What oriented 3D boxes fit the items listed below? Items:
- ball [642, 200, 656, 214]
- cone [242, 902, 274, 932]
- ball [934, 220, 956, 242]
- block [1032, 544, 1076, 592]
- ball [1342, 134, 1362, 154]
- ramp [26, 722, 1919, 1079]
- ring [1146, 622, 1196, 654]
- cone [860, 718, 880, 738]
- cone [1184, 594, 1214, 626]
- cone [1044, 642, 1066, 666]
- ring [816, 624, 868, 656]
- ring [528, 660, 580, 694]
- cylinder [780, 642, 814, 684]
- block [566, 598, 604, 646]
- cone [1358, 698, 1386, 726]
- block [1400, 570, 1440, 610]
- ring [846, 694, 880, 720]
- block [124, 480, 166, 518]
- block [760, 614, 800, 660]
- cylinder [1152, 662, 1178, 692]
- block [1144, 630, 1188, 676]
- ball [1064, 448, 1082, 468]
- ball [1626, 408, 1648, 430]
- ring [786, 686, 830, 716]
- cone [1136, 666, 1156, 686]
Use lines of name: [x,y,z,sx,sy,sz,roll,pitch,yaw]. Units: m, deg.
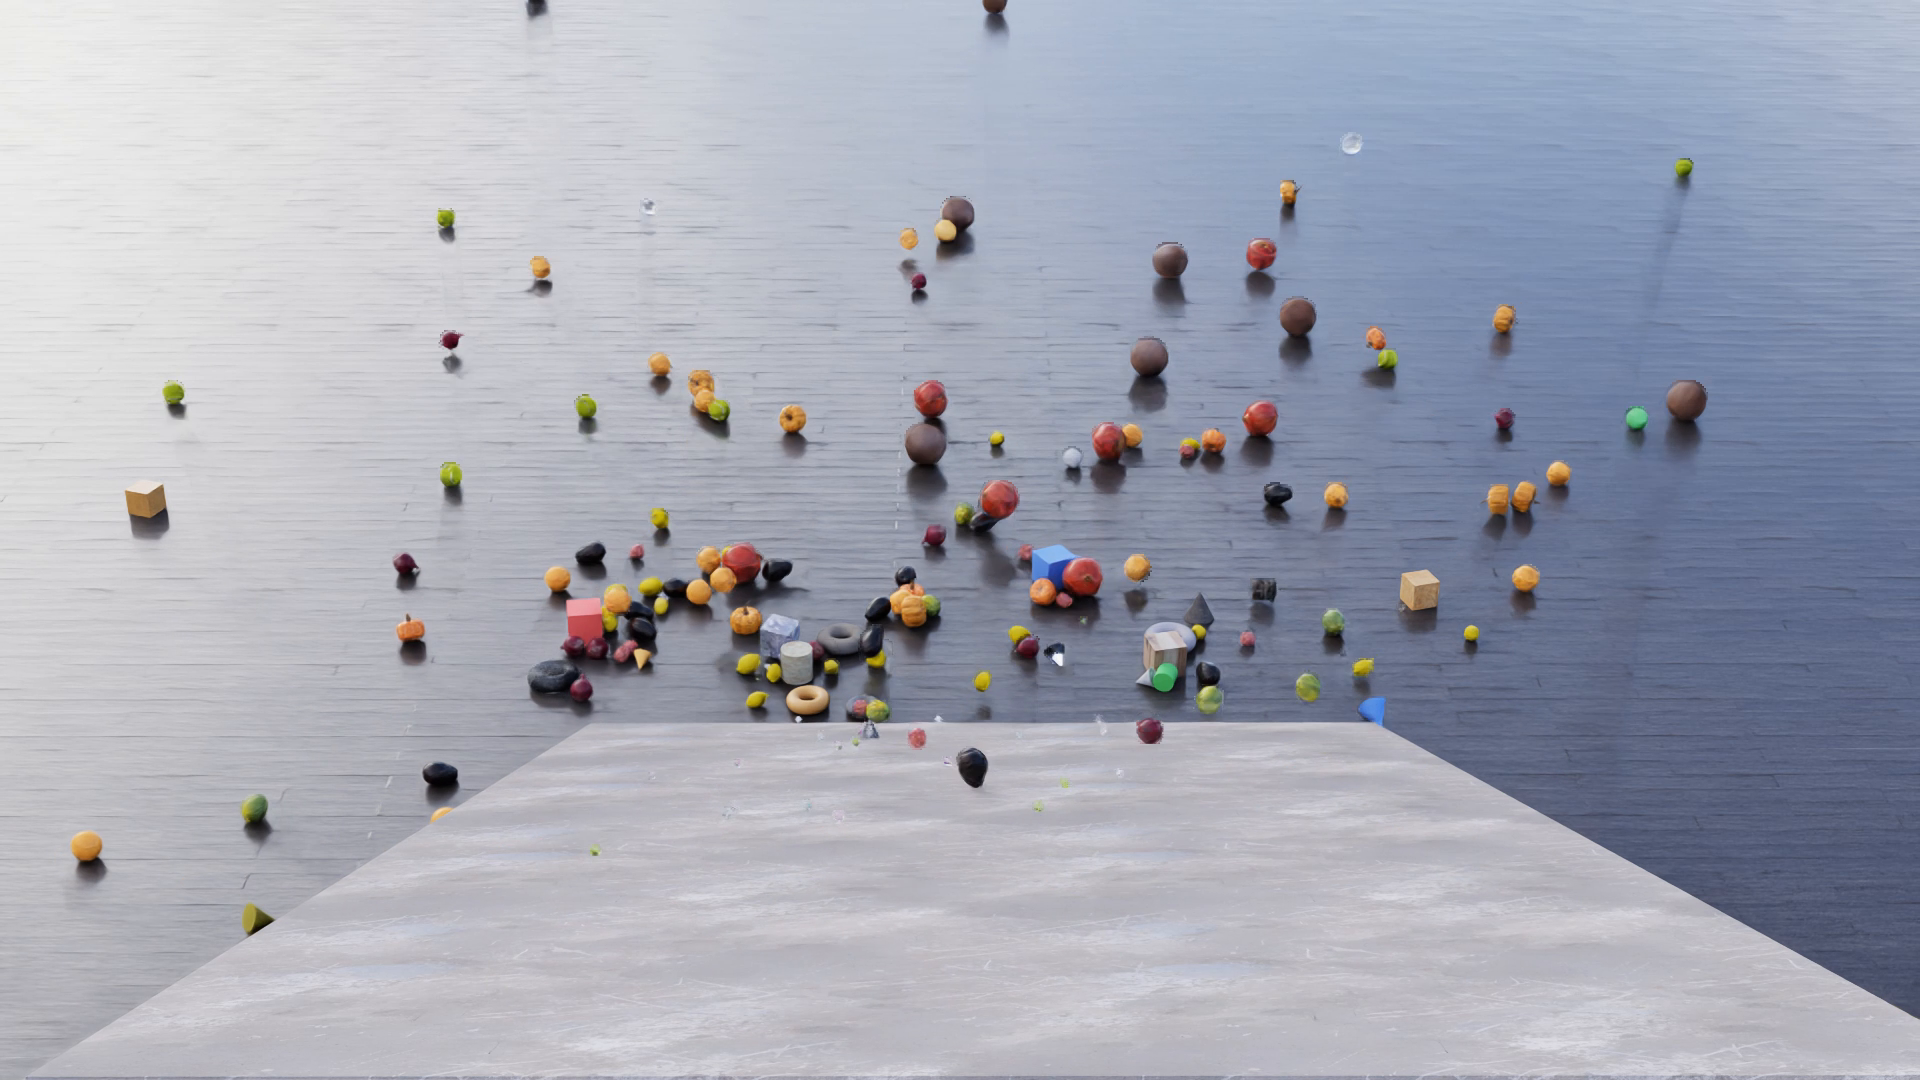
ball: [-1.230,-1.315,10.206,0.058,0.058,0.058,0,27,0]
cone: [-1.610,0.873,5.956,0.066,0.066,0.066,14,14,-39]
ball: [-0.055,-1.188,9.929,0.086,0.086,0.086,0,27,0]
block: [0.271,0.080,7.440,0.091,0.091,0.091,-14,30,-25]
ball: [1.649,-1.665,10.866,0.081,0.081,0.081,0,27,0]
ramp: [0.061,0.552,4.589,2.000,0.100,4.000,0,1,0]
ring: [0.578,0.273,7.111,0.146,0.049,0.146,1,26,-1]
cone: [-0.216,0.449,6.182,0.050,0.050,0.050,0,1,0]
cone: [0.672,0.183,7.245,0.086,0.086,0.086,0,27,0]
cone: [0.268,0.322,7.039,0.059,0.059,0.059,-9,55,-17]
ring: [-0.325,0.273,7.113,0.139,0.046,0.139,0,26,0]
ring: [-1.092,0.366,6.931,0.139,0.046,0.139,-1,26,0]
cylinder: [-0.439,0.331,6.955,0.086,0.086,0.086,0,27,0]
block: [-1.038,0.227,7.151,0.094,0.094,0.094,-4,27,-8]
cone: [1.089,0.464,6.751,0.077,0.077,0.077,-7,54,-14]
block: [1.306,0.142,7.333,0.079,0.079,0.079,-9,28,-16]
ring: [-0.256,0.440,6.802,0.094,0.031,0.094,-3,28,2]
block: [-2.478,-0.126,7.857,0.080,0.080,0.080,10,29,18]
block: [-0.492,0.266,7.050,0.082,0.082,0.082,15,33,14]
cylinder: [0.550,0.368,6.916,0.057,0.057,0.057,8,28,15]
block: [0.555,0.312,6.987,0.091,0.091,0.091,-7,28,-13]
ball: [0.355,-0.258,8.138,0.060,0.060,0.060,0,27,0]
ball: [2.201,-0.393,8.391,0.070,0.070,0.070,0,27,0]
ring: [-0.402,0.424,6.827,0.117,0.039,0.117,-1,28,0]
cone: [0.495,0.376,6.934,0.057,0.057,0.057,-18,19,27]
